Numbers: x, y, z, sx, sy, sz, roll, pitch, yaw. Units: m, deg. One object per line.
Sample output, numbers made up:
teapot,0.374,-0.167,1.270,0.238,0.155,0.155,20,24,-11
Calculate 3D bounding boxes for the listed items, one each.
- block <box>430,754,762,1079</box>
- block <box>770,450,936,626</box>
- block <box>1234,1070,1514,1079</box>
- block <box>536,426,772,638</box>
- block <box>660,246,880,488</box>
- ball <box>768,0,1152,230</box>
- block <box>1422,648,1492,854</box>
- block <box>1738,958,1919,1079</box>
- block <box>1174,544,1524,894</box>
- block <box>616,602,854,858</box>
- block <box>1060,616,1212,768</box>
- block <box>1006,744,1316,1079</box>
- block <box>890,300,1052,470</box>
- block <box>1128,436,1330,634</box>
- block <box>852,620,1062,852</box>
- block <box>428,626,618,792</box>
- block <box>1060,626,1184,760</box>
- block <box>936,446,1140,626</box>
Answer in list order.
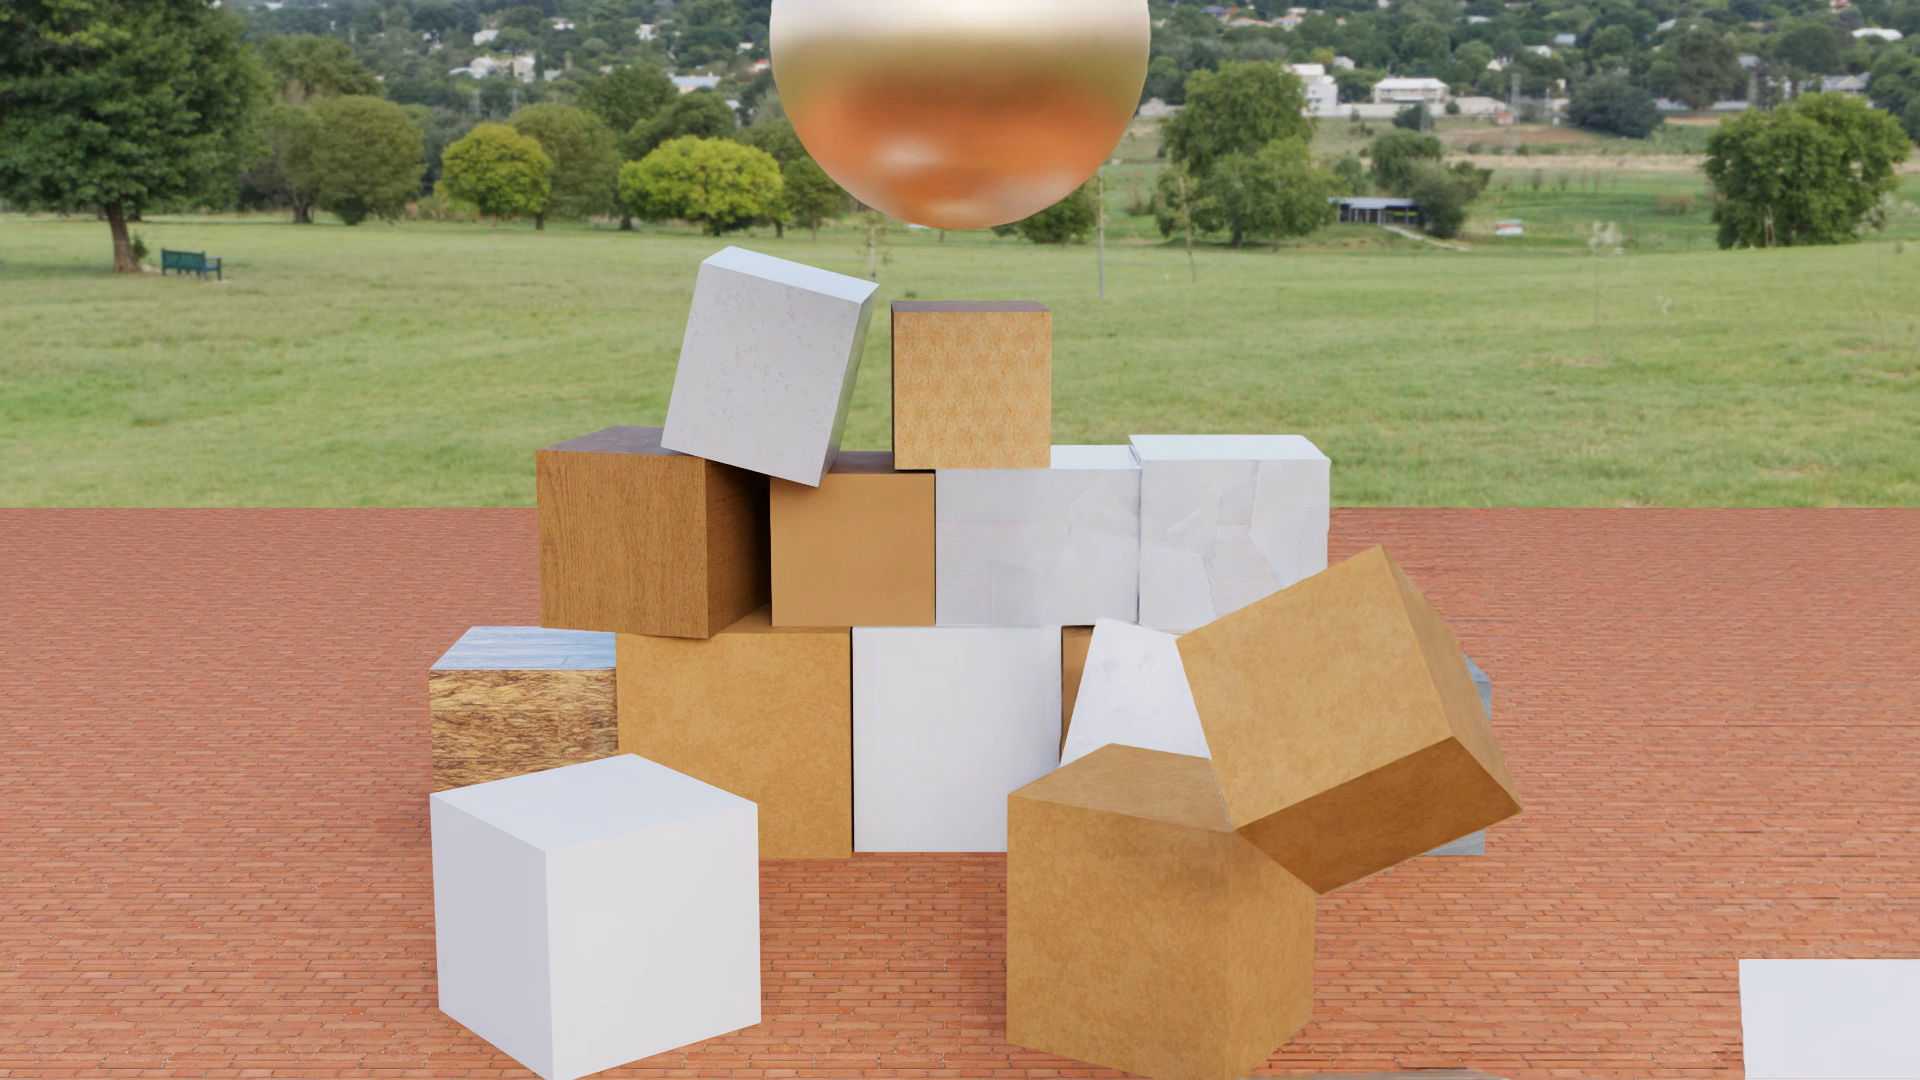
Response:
block,-1.467,1.483,8.851,0.940,0.916,0.949,-8,13,-39
block,-0.525,-0.020,11.168,0.800,0.759,0.809,0,10,0
block,1.290,1.913,5.860,0.805,0.855,0.831,5,-7,-25
block,-1.508,-0.065,11.071,0.875,0.882,0.971,3,11,15
block,-0.909,-0.858,10.673,0.770,0.899,0.795,15,14,1
ball,0.000,-2.108,9.226,1.600,1.600,1.600,0,10,0
block,2.078,1.038,11.361,1.065,0.892,1.011,0,10,0
block,2.566,1.572,6.019,0.777,0.771,0.742,-3,-16,19
block,1.279,0.608,7.220,0.741,0.705,0.766,-26,-34,18
block,-1.107,0.911,11.363,1.138,1.142,1.174,0,10,0
block,0.860,0.932,9.947,0.717,0.881,0.849,14,-12,6
block,0.806,1.459,8.698,0.937,1.017,0.860,6,12,31
block,0.043,-0.790,11.019,0.759,0.761,0.776,-1,10,-3
block,1.338,-0.045,11.159,0.913,0.859,0.905,0,10,0
block,-0.015,0.910,11.365,1.024,1.143,0.969,0,10,0
block,-2.147,1.012,11.369,0.925,0.940,0.983,0,10,0
block,1.018,0.924,11.357,1.029,1.119,1.131,0,10,0
block,0.381,-0.036,11.187,0.998,0.784,0.846,0,10,0
